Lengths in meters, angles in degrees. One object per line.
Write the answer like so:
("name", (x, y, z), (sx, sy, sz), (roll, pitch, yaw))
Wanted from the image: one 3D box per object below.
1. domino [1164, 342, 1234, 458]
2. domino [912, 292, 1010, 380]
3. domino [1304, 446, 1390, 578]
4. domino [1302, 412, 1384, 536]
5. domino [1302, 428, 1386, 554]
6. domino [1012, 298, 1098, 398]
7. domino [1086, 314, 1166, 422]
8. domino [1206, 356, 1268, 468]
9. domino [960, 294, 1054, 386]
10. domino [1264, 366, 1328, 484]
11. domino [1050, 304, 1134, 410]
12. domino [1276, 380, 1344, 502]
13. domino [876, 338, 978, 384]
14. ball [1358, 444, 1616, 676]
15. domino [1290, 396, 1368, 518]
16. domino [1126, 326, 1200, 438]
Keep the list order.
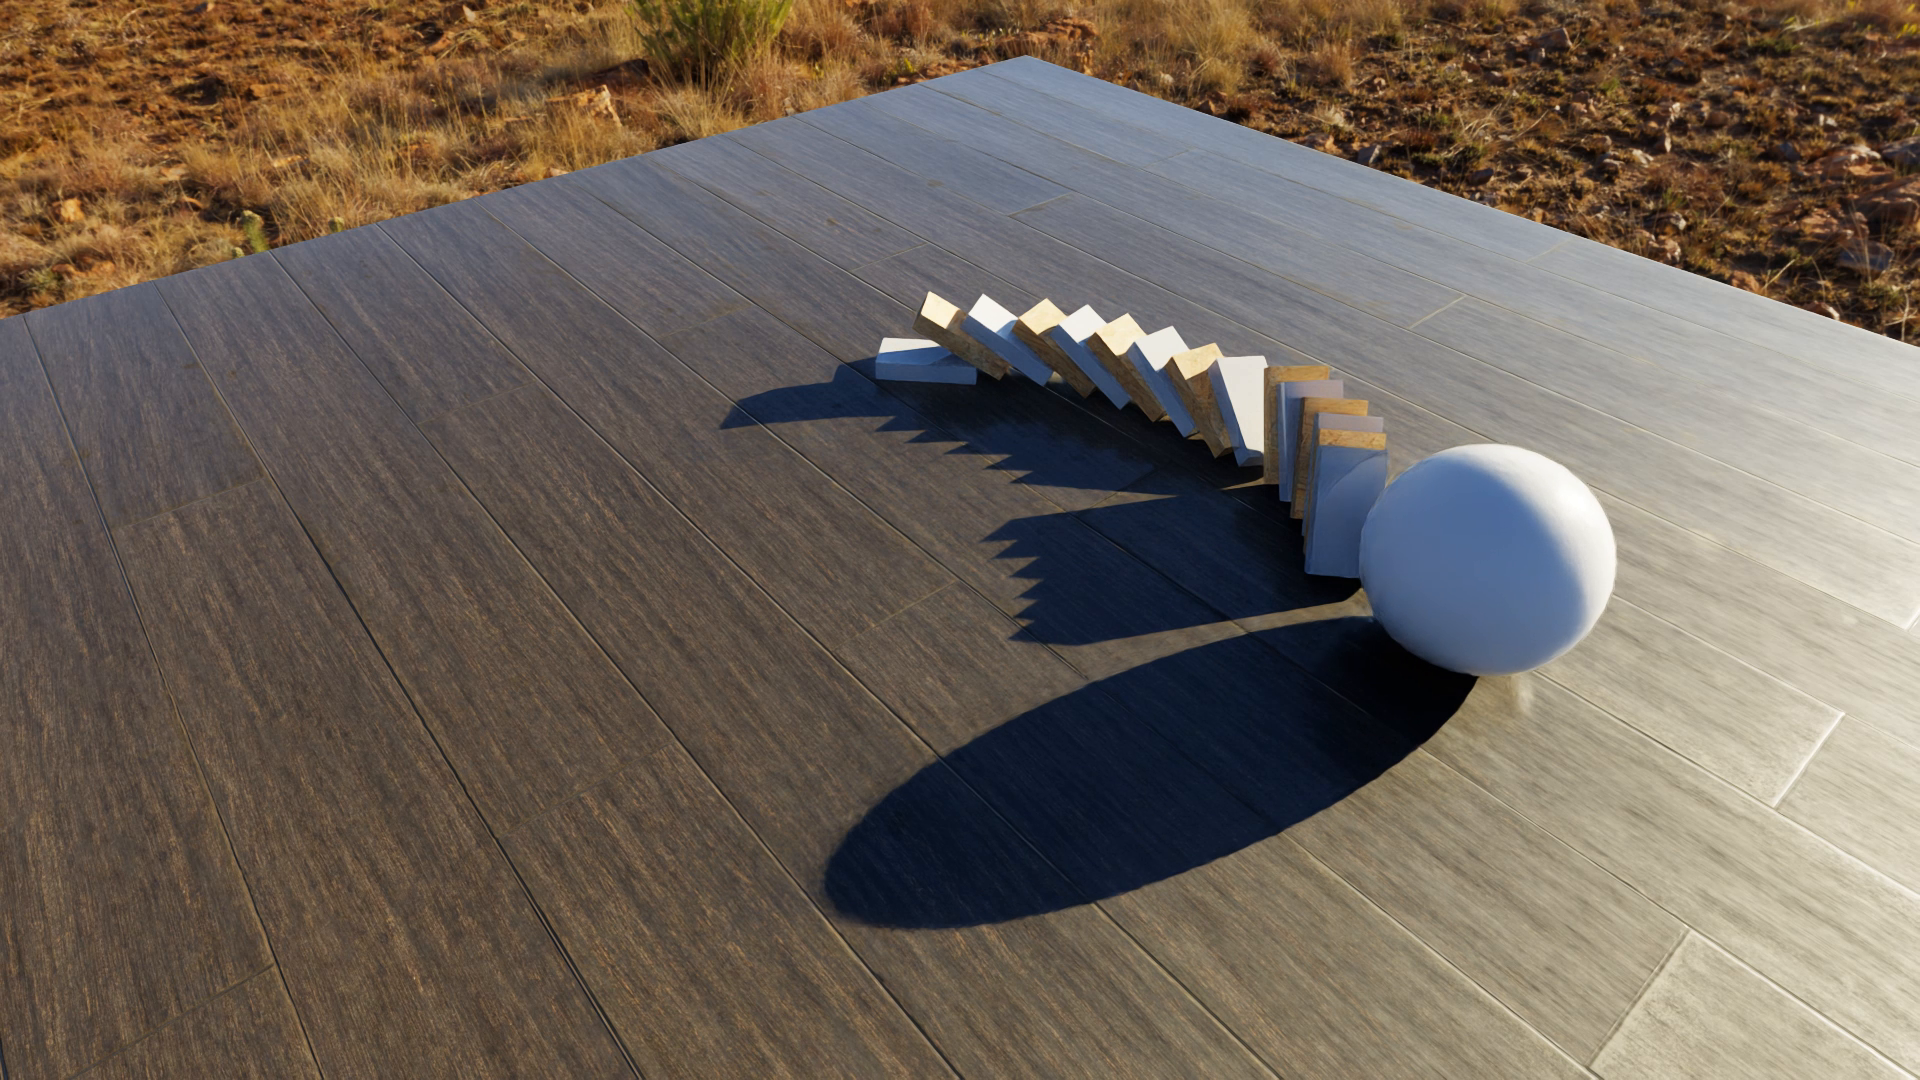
("domino", (0.117, -0.064, 0.503), (0.025, 0.009, 0.050), (-19, 73, -22))
("domino", (0.002, -0.101, 0.544), (0.050, 0.010, 0.025), (29, 37, -12))
("domino", (0.150, -0.011, 0.428), (0.025, 0.050, 0.010), (5, 4, 6))
("domino", (0.155, -0.025, 0.445), (0.025, 0.050, 0.010), (5, 4, 6))
("domino", (0.152, -0.018, 0.436), (0.025, 0.050, 0.010), (5, 4, 6))
("domino", (0.052, -0.095, 0.542), (0.050, 0.010, 0.025), (44, 51, 6))
("domino", (0.086, -0.082, 0.525), (0.025, 0.009, 0.050), (-33, 80, -34))
("domino", (0.131, -0.058, 0.494), (0.025, 0.010, 0.050), (-6, 69, -18))
("domino", (0.026, -0.099, 0.545), (0.050, 0.010, 0.025), (34, 39, -5))
("domino", (0.145, -0.050, 0.474), (0.025, 0.050, 0.010), (-2, 4, -4))
("domino", (0.070, -0.089, 0.533), (0.050, 0.009, 0.025), (48, 53, 5))
("domino", (0.149, -0.042, 0.466), (0.025, 0.050, 0.009), (-3, 5, -4))
("domino", (-0.016, -0.090, 0.553), (0.050, 0.010, 0.025), (4, 39, 5))
("ball", (0.180, 0.007, 0.379), (0.080, 0.080, 0.080), (0, 39, 0))
("domino", (0.152, -0.033, 0.455), (0.025, 0.050, 0.010), (4, 4, 5))
("domino", (0.102, -0.074, 0.515), (0.025, 0.010, 0.050), (-25, 76, -29))
